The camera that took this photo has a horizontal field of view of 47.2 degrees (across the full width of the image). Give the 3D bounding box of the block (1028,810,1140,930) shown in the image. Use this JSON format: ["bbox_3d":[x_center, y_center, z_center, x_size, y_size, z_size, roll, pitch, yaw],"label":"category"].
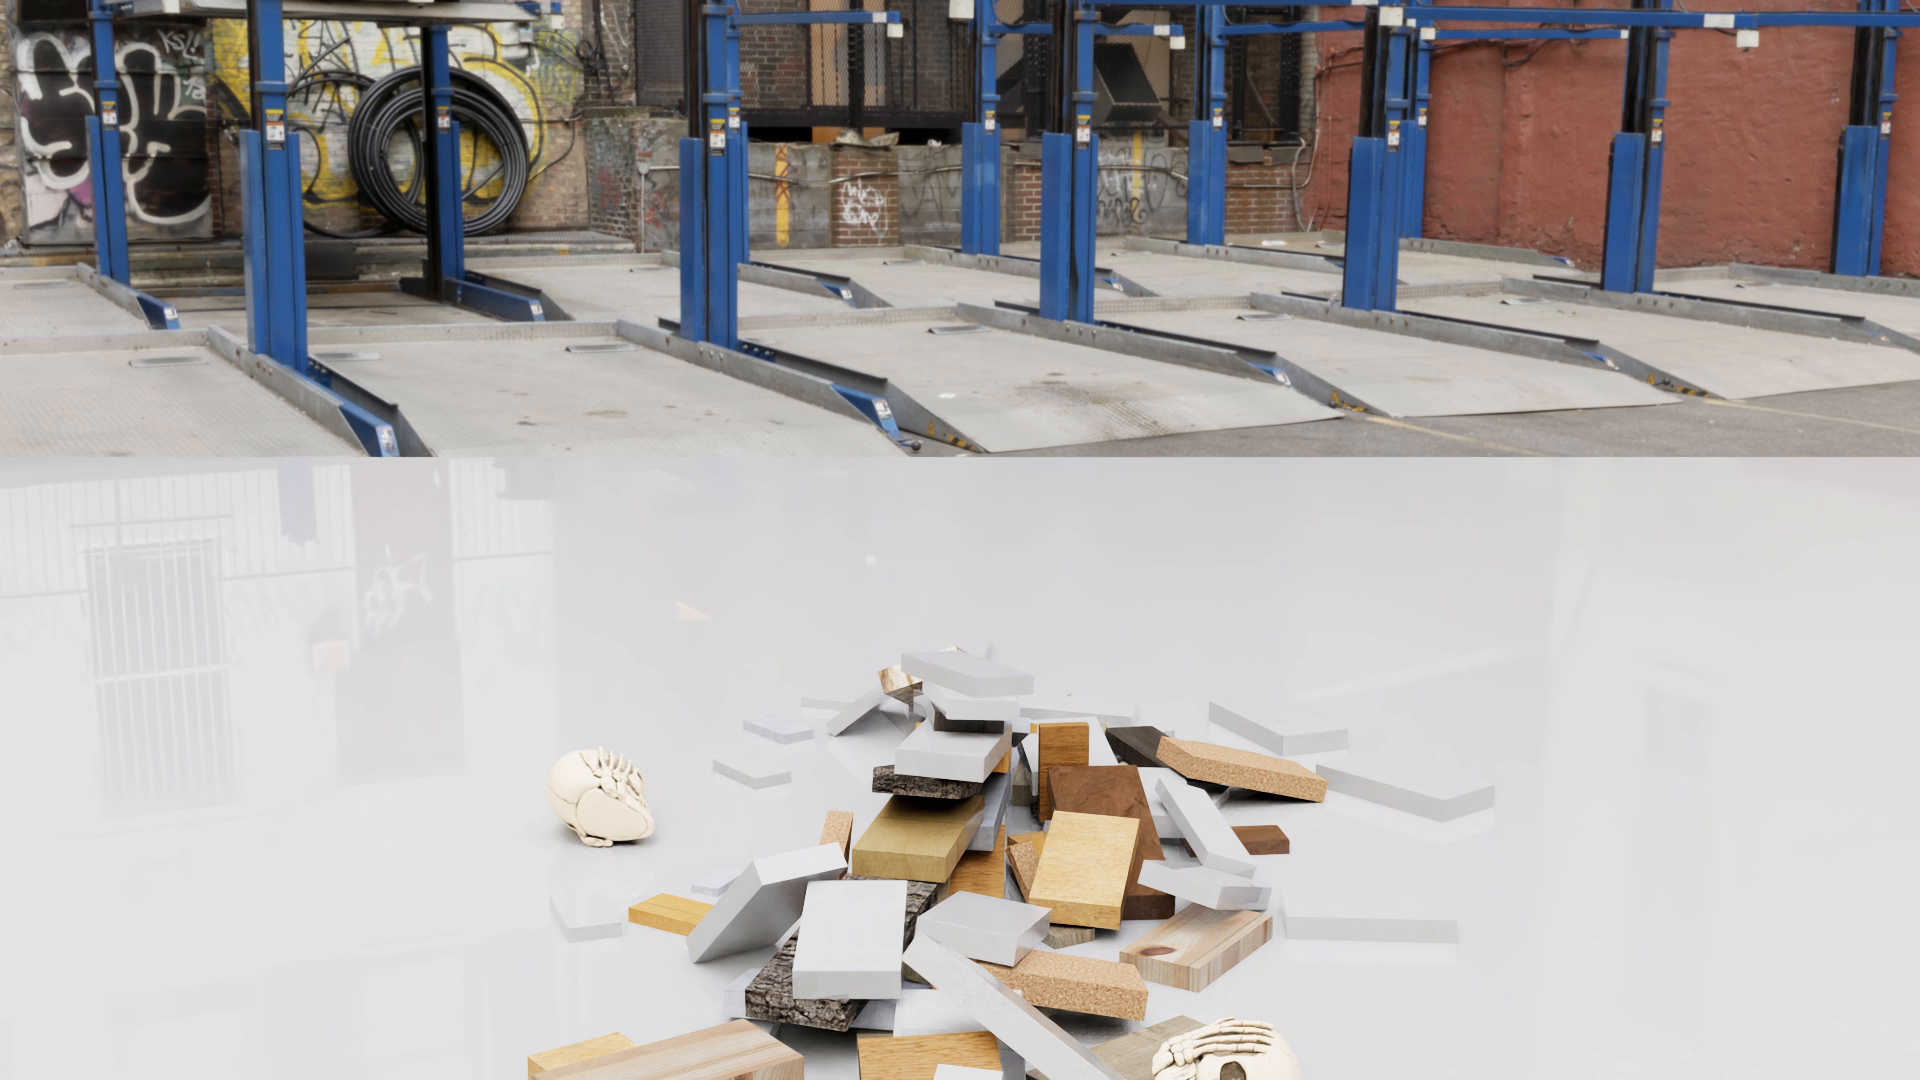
[{"bbox_3d":[0.204,0.532,3.568,0.144,0.041,0.288,4,22,9],"label":"block"}]

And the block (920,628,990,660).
[{"bbox_3d":[-0.011,0.270,5.274,0.153,0.043,0.307,1,11,4],"label":"block"}]

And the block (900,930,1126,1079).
[{"bbox_3d":[0.153,0.649,2.658,0.555,0.043,0.153,30,-7,43],"label":"block"}]

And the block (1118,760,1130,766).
[{"bbox_3d":[0.364,0.446,4.396,0.063,0.018,0.127,4,11,22],"label":"block"}]

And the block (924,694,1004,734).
[{"bbox_3d":[0.005,0.278,3.622,0.113,0.032,0.225,3,7,-6],"label":"block"}]

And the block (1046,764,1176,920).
[{"bbox_3d":[0.251,0.509,3.746,0.161,0.046,0.452,-1,22,-4],"label":"block"}]

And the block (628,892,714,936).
[{"bbox_3d":[-0.440,0.604,3.526,0.167,0.024,0.084,7,12,32],"label":"block"}]

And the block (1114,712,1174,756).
[{"bbox_3d":[0.279,0.407,4.540,0.292,0.041,0.146,-4,11,-19],"label":"block"}]

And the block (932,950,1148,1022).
[{"bbox_3d":[0.107,0.617,3.105,0.297,0.042,0.148,9,3,-4],"label":"block"}]

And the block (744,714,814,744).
[{"bbox_3d":[-0.382,0.399,4.638,0.076,0.022,0.152,-8,13,-38],"label":"block"}]

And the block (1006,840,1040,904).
[{"bbox_3d":[0.116,0.551,3.632,0.050,0.101,0.014,-9,-21,-40],"label":"block"}]

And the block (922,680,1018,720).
[{"bbox_3d":[0.015,0.253,3.567,0.113,0.032,0.225,2,7,-11],"label":"block"}]

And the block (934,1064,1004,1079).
[{"bbox_3d":[-0.002,0.671,2.550,0.079,0.022,0.157,5,26,10],"label":"block"}]

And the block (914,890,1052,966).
[{"bbox_3d":[0.037,0.560,3.182,0.144,0.041,0.288,9,0,12],"label":"block"}]

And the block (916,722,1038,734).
[{"bbox_3d":[0.029,0.348,4.070,0.063,0.018,0.258,14,-14,-42],"label":"block"}]

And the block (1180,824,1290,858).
[{"bbox_3d":[0.487,0.534,3.902,0.177,0.025,0.089,-1,11,-6],"label":"block"}]

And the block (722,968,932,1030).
[{"bbox_3d":[-0.184,0.649,3.108,0.273,0.039,0.136,3,2,10],"label":"block"}]

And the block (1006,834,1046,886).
[{"bbox_3d":[0.126,0.550,3.735,0.074,0.021,0.148,-18,18,-3],"label":"block"}]

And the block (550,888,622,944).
[{"bbox_3d":[-0.602,0.603,3.535,0.084,0.024,0.167,-4,11,-20],"label":"block"}]

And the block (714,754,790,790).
[{"bbox_3d":[-0.411,0.455,4.333,0.081,0.023,0.161,-8,13,-36],"label":"block"}]

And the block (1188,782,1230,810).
[{"bbox_3d":[0.433,0.499,4.095,0.081,0.023,0.252,4,11,20],"label":"block"}]

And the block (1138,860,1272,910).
[{"bbox_3d":[0.393,0.550,3.505,0.132,0.037,0.265,15,-2,26],"label":"block"}]

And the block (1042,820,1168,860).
[{"bbox_3d":[0.252,0.531,3.841,0.221,0.021,0.074,16,6,41],"label":"block"}]

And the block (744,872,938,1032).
[{"bbox_3d":[-0.162,0.582,3.142,0.145,0.041,0.399,5,16,17],"label":"block"}]

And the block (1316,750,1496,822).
[{"bbox_3d":[0.848,0.468,4.205,0.153,0.043,0.307,-9,14,-39],"label":"block"}]

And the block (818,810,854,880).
[{"bbox_3d":[-0.207,0.546,3.489,0.042,0.149,0.297,6,11,0],"label":"block"}]

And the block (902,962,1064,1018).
[{"bbox_3d":[-0.004,0.628,3.158,0.318,0.022,0.079,11,3,26],"label":"block"}]

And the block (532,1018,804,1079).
[{"bbox_3d":[-0.370,0.690,2.801,0.307,0.043,0.153,-7,13,-35],"label":"block"}]

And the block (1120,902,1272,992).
[{"bbox_3d":[0.366,0.623,3.388,0.132,0.037,0.265,7,12,31],"label":"block"}]

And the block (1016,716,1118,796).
[{"bbox_3d":[0.199,0.406,4.158,0.161,0.046,0.321,-3,12,-4],"label":"block"}]

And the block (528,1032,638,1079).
[{"bbox_3d":[-0.440,0.719,2.867,0.136,0.039,0.273,-8,13,-36],"label":"block"}]

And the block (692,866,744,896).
[{"bbox_3d":[-0.404,0.576,3.707,0.050,0.014,0.101,5,12,24],"label":"block"}]

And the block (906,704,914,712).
[{"bbox_3d":[-0.044,0.356,4.869,0.152,0.022,0.076,-2,11,-9],"label":"block"}]

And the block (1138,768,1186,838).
[{"bbox_3d":[0.343,0.478,4.020,0.146,0.041,0.292,1,11,3],"label":"block"}]

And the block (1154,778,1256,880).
[{"bbox_3d":[0.420,0.493,3.788,0.089,0.025,0.347,17,12,-13],"label":"block"}]
